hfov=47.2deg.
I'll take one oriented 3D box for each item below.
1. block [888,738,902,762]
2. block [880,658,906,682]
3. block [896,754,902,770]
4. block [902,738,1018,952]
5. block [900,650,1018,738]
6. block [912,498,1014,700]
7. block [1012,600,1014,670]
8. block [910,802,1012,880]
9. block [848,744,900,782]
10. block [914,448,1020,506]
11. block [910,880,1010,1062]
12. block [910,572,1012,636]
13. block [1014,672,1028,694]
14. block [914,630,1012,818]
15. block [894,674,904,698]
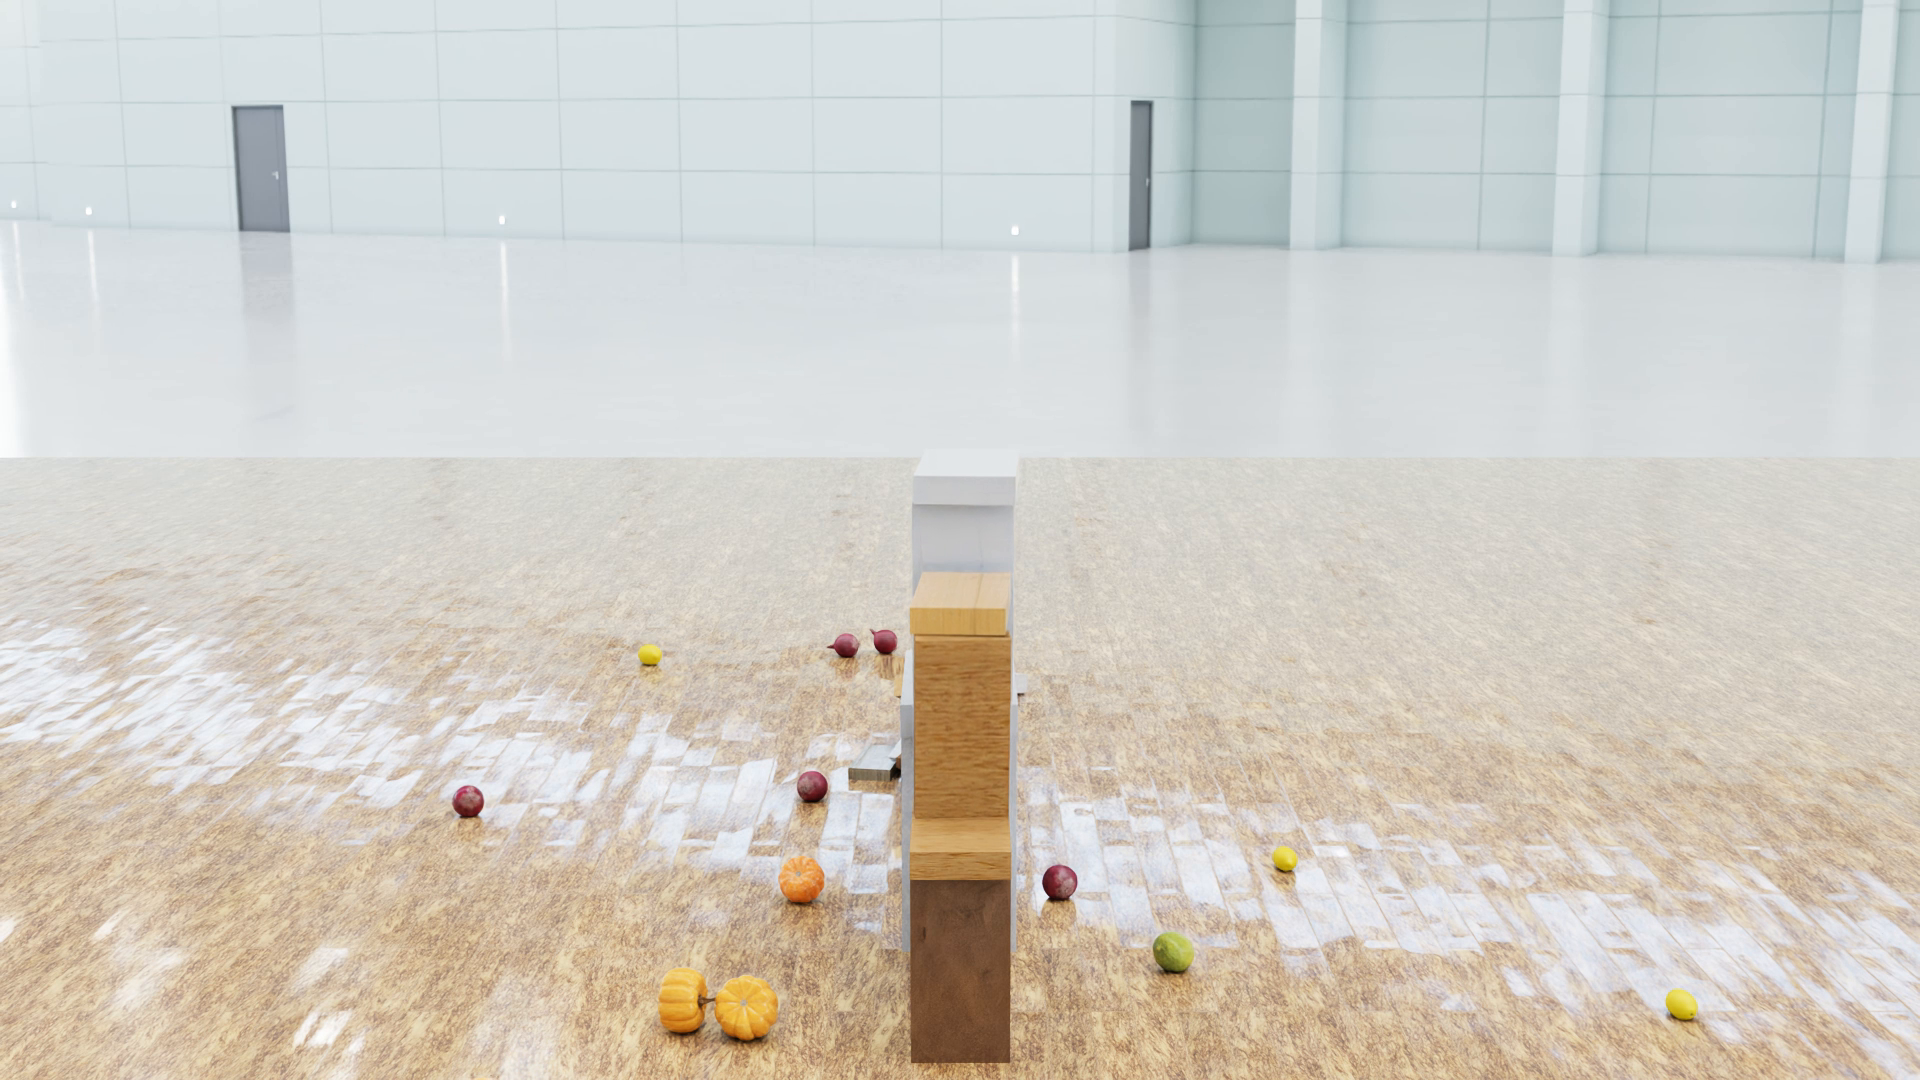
[{"bbox_3d":[-0.094,0.389,4.340,0.113,0.016,0.056,-53,17,-19],"label":"block"},{"bbox_3d":[-0.037,0.284,4.568,0.149,0.042,0.299,0,-10,22],"label":"block"},{"bbox_3d":[-0.015,0.440,4.238,0.203,0.024,0.084,17,32,29],"label":"block"},{"bbox_3d":[-0.001,0.460,3.401,0.177,0.354,0.050,0,11,0],"label":"block"},{"bbox_3d":[-0.001,0.240,3.480,0.177,0.050,0.354,0,11,0],"label":"block"},{"bbox_3d":[0.004,0.090,3.319,0.151,0.301,0.043,0,7,0],"label":"block"},{"bbox_3d":[0.010,0.056,3.508,0.151,0.301,0.043,0,10,0],"label":"block"},{"bbox_3d":[0.001,0.409,3.057,0.135,0.038,0.271,0,11,0],"label":"block"},{"bbox_3d":[-0.163,0.444,4.387,0.084,0.024,0.168,2,11,10],"label":"block"},{"bbox_3d":[0.014,-0.099,3.394,0.151,0.043,0.302,0,10,3],"label":"block"},{"bbox_3d":[0.001,0.577,2.996,0.135,0.271,0.038,0,11,0],"label":"block"},{"bbox_3d":[0.003,0.089,3.131,0.131,0.037,0.262,0,10,3],"label":"block"},{"bbox_3d":[0.038,0.314,4.864,0.149,0.042,0.299,3,-1,17],"label":"block"},{"bbox_3d":[0.002,0.257,3.046,0.131,0.262,0.037,-1,17,-4],"label":"block"},{"bbox_3d":[-0.019,0.327,4.564,0.149,0.042,0.435,2,-9,10],"label":"block"}]
